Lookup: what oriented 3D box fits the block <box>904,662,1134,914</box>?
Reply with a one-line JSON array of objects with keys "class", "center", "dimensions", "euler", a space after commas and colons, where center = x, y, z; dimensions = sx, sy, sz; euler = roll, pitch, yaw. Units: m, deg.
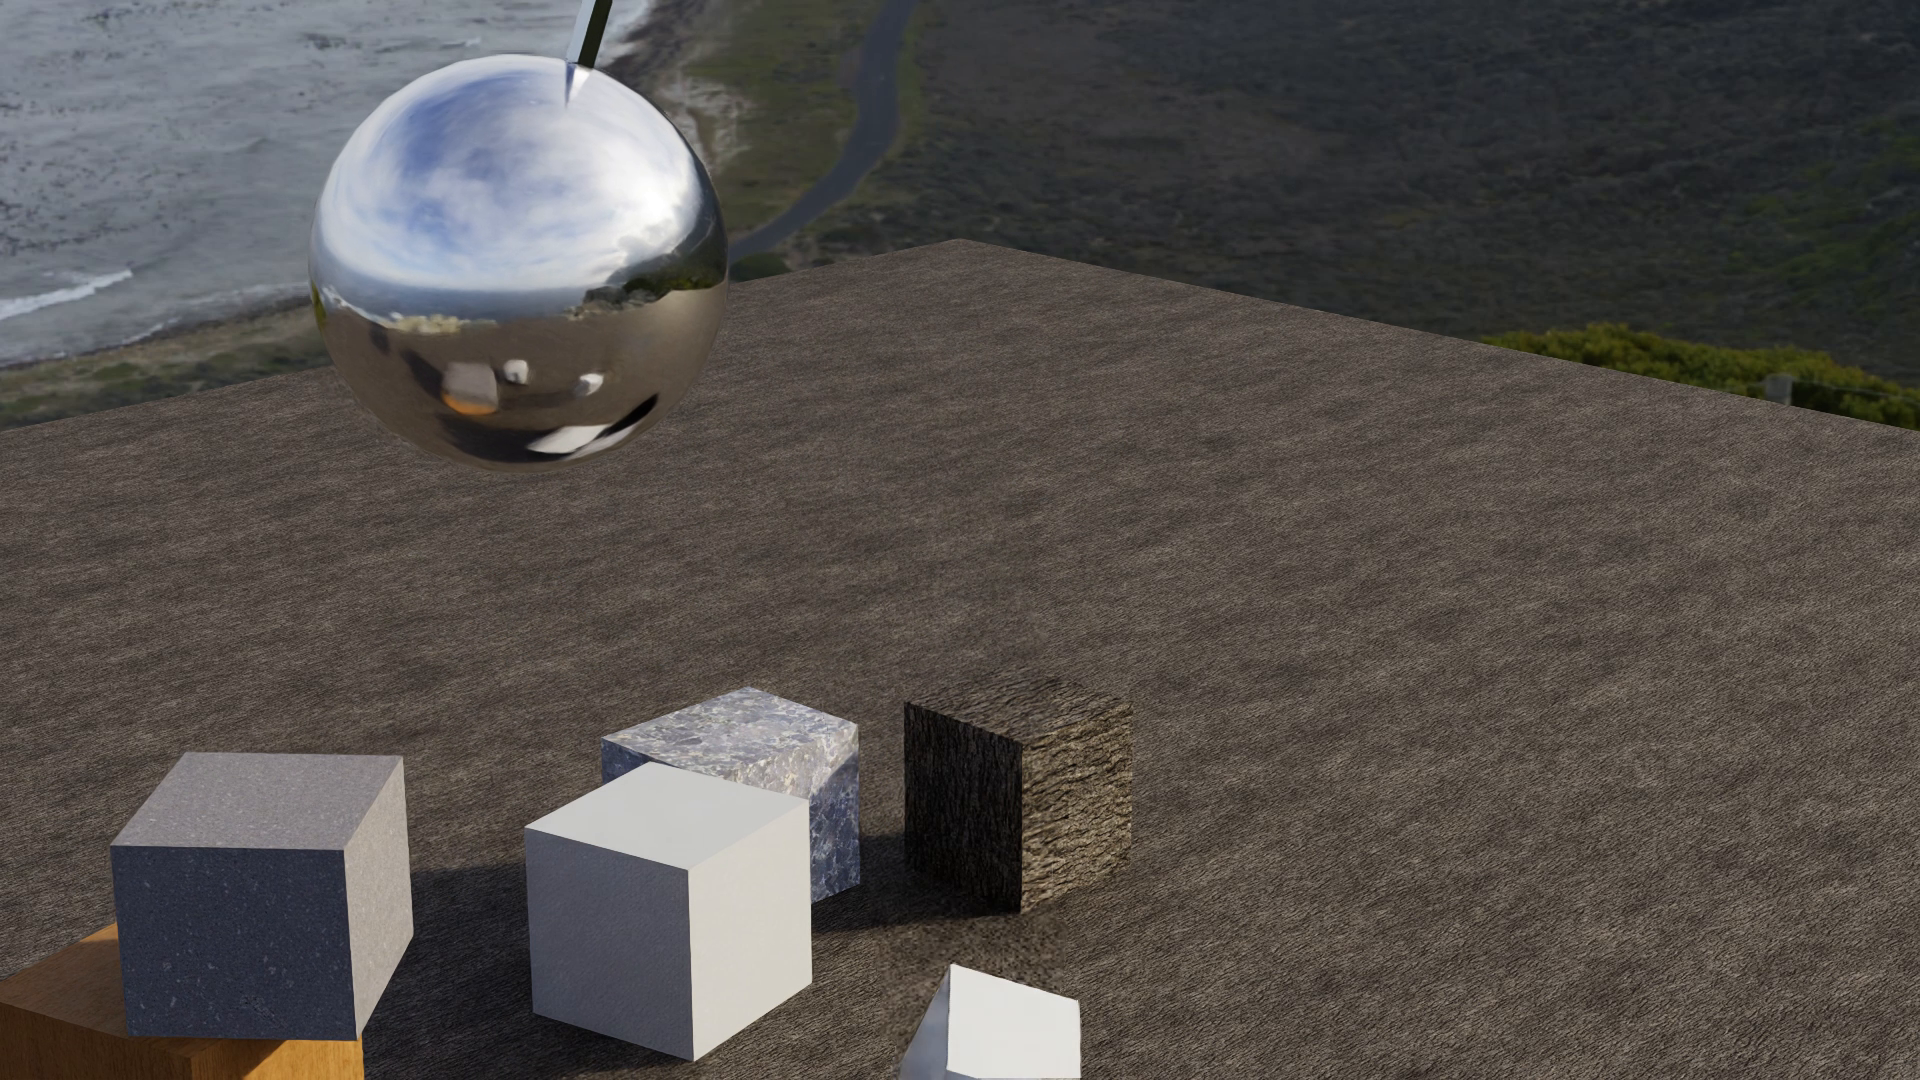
[{"class": "block", "center": [0.267, 1.119, 13.430], "dimensions": [0.743, 0.812, 0.730], "euler": [17, 24, 42]}]

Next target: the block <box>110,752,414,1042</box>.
[{"class": "block", "center": [-2.393, 1.219, 10.152], "dimensions": [0.781, 0.696, 0.836], "euler": [1, 17, 3]}]

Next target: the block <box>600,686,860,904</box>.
[{"class": "block", "center": [-1.023, 1.220, 13.170], "dimensions": [0.719, 0.776, 0.892], "euler": [16, 23, 41]}]

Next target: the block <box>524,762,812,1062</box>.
[{"class": "block", "center": [-1.195, 1.516, 12.133], "dimensions": [0.824, 0.832, 0.836], "euler": [10, 20, 30]}]

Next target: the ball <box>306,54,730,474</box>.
[{"class": "ball", "center": [-1.686, -1.054, 11.243], "dimensions": [1.600, 1.600, 1.600], "euler": [0, 17, 0]}]

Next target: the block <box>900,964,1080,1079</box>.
[{"class": "block", "center": [0.100, 1.983, 10.655], "dimensions": [0.502, 0.550, 0.539], "euler": [18, 33, -10]}]

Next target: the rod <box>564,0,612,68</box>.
[{"class": "rod", "center": [-0.730, -4.317, 11.219], "dimensions": [0.080, 5.200, 0.080], "euler": [17, 1, 42]}]

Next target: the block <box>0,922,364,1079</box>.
[{"class": "block", "center": [-2.781, 1.988, 10.444], "dimensions": [0.981, 0.945, 0.845], "euler": [9, 20, 27]}]
